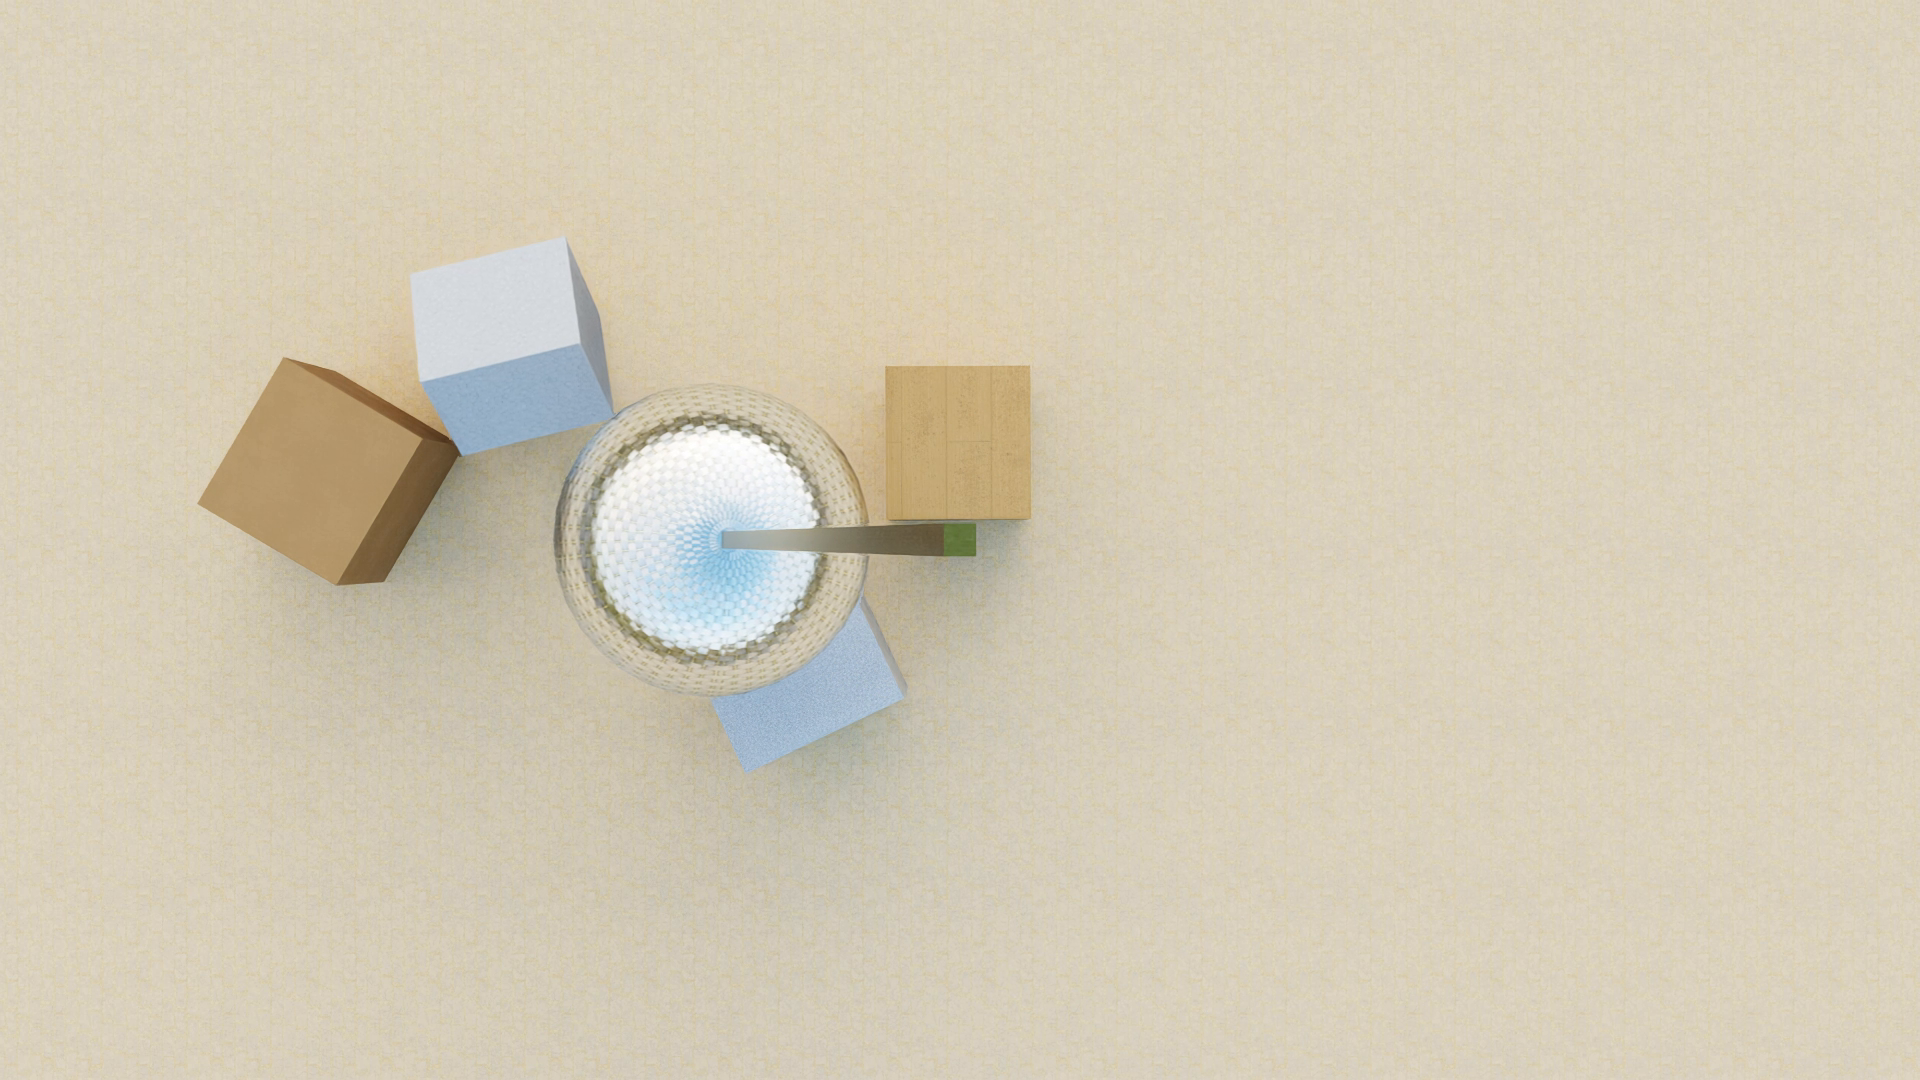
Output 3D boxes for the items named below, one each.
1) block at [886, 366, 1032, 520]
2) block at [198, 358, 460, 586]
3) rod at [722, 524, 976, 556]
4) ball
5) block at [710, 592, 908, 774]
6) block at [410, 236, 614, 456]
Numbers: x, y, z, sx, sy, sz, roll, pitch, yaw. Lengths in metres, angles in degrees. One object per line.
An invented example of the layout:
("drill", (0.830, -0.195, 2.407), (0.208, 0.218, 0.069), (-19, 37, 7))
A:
("block", (-0.010, -0.543, 12.623), (0.808, 0.753, 0.854), (0, 90, 0))
("block", (-3.548, -0.375, 12.499), (0.879, 1.001, 0.931), (31, 90, 0))
("rod", (-0.543, 0.000, 7.836), (0.080, 5.200, 0.080), (0, 90, -12))
("ball", (-1.253, 0.000, 11.161), (1.600, 1.600, 1.600), (0, 90, 0))
("block", (-0.954, 0.629, 12.530), (0.962, 0.941, 0.989), (-25, 90, 0))
("block", (-2.536, -1.097, 12.485), (0.902, 0.728, 0.779), (-14, 58, 0))
